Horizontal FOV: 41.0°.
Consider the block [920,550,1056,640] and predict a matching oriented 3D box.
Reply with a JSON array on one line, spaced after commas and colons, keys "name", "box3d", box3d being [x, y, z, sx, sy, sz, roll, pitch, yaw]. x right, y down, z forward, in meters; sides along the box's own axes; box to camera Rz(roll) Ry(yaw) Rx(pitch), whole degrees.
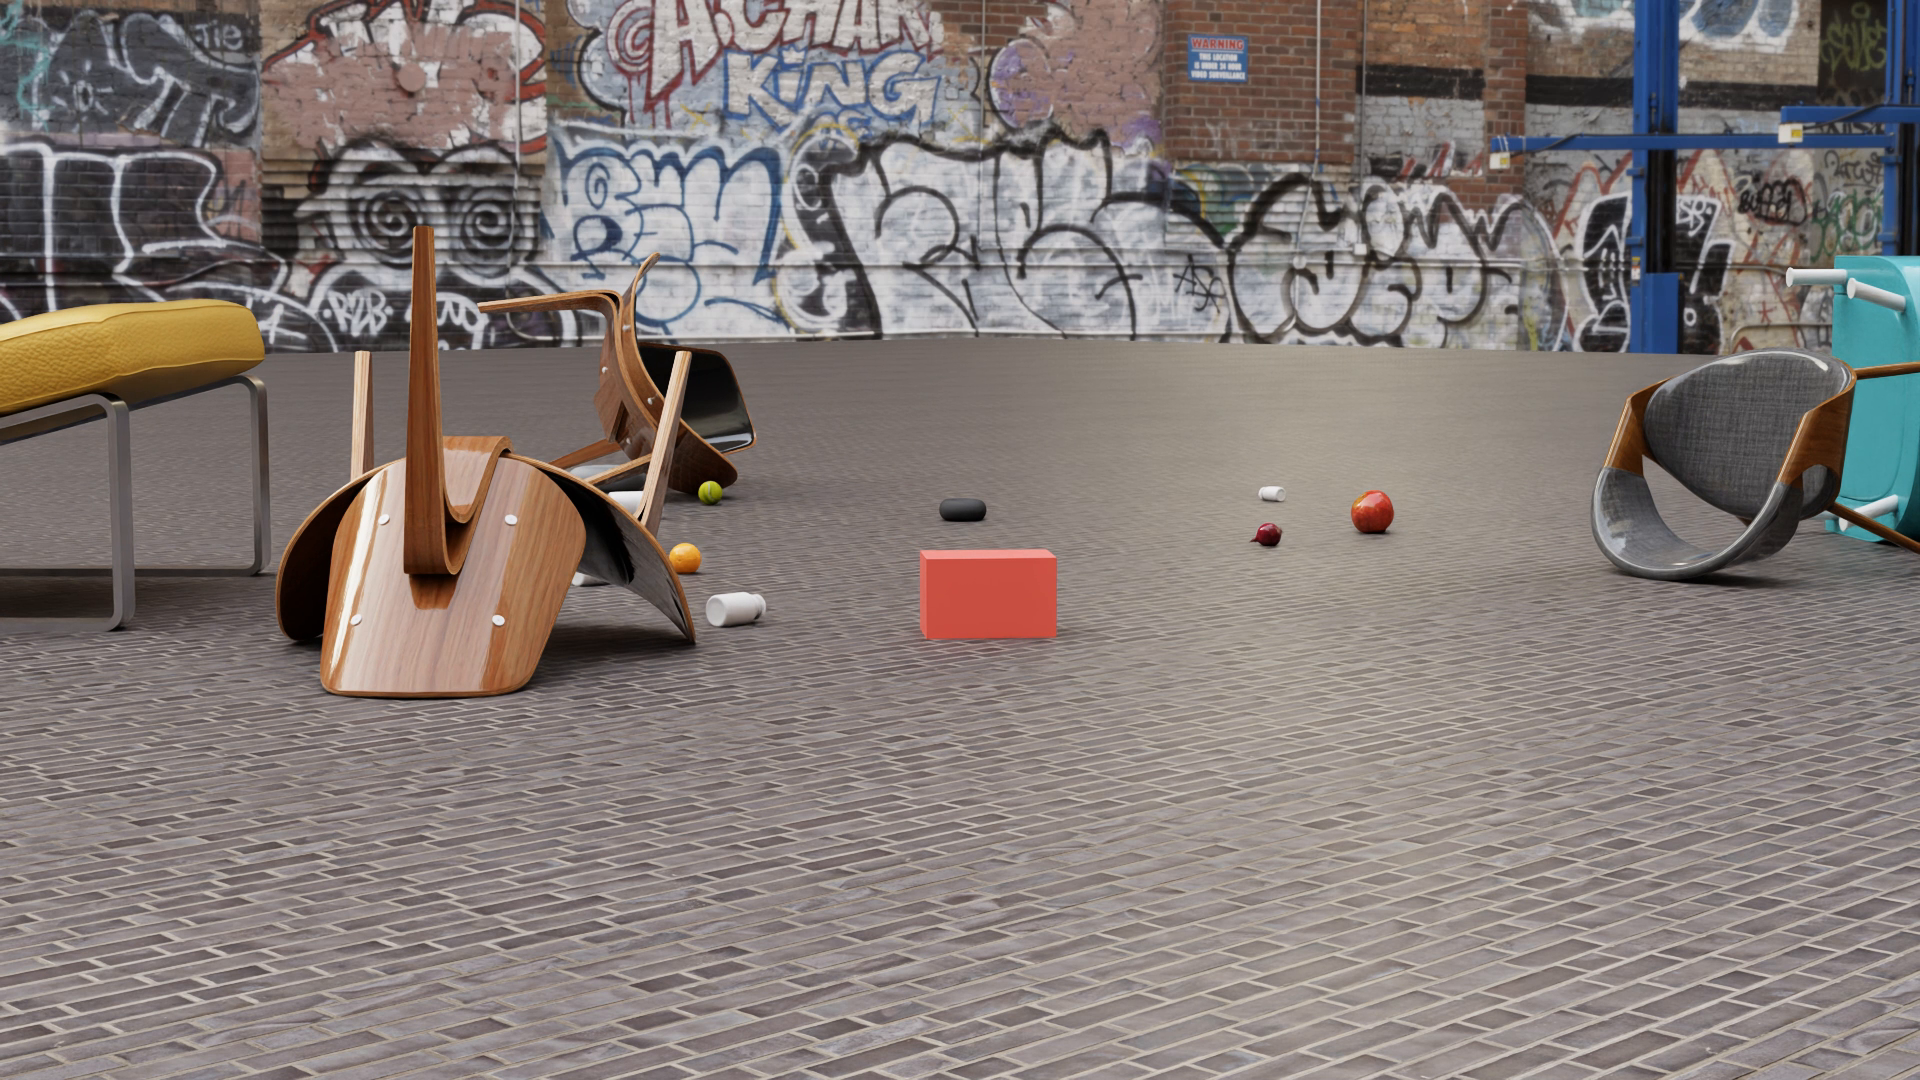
[{"name": "block", "box3d": [0.051, 0.099, 4.740, 0.238, 0.146, 0.145, -1, 6, -5]}]

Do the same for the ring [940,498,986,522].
[{"name": "ring", "box3d": [0.008, -0.082, 6.944, 0.124, 0.055, 0.137, 6, 7, 33]}]

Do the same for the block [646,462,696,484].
[{"name": "block", "box3d": [-0.928, -0.217, 8.247, 0.107, 0.055, 0.121, -5, 7, -38]}]

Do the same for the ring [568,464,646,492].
[{"name": "ring", "box3d": [-1.088, -0.190, 7.912, 0.271, 0.072, 0.217, 5, 9, 44]}]
